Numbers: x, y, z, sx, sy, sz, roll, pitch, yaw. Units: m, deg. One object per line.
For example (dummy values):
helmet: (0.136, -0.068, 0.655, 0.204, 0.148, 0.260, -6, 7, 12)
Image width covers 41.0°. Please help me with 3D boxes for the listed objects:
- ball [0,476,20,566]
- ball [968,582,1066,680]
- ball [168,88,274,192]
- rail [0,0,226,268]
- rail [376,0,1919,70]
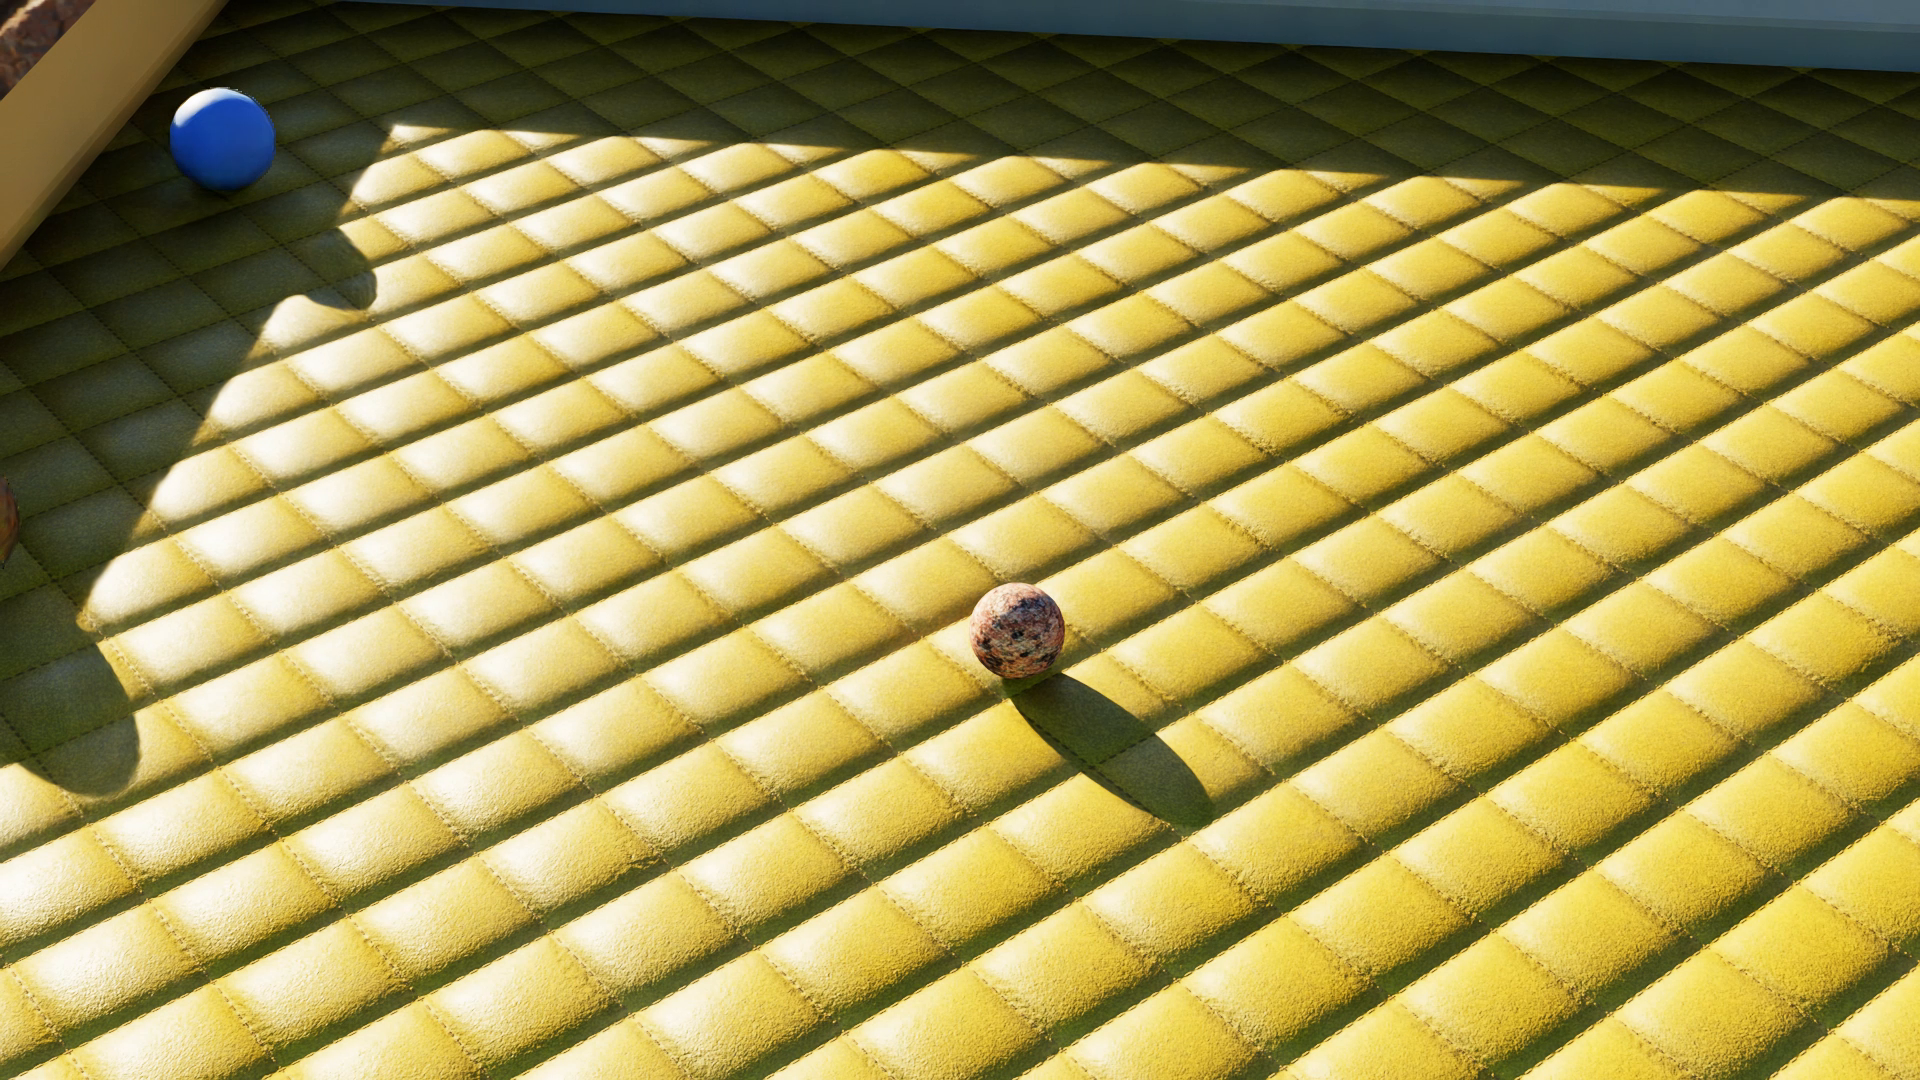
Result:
ball: (-0.714, -0.013, 1.808, 0.097, 0.097, 0.097, 0, 35, 0)
ball: (0.038, 0.061, 1.730, 0.065, 0.065, 0.065, 0, 35, 0)
ball: (-0.663, -0.359, 2.304, 0.091, 0.091, 0.091, 0, 35, 0)
rail: (-0.841, -0.078, 1.873, 0.045, 0.126, 1.896, 4, 35, 5)
rail: (0.964, -0.500, 2.471, 3.477, 0.126, 0.045, 4, 35, 5)
